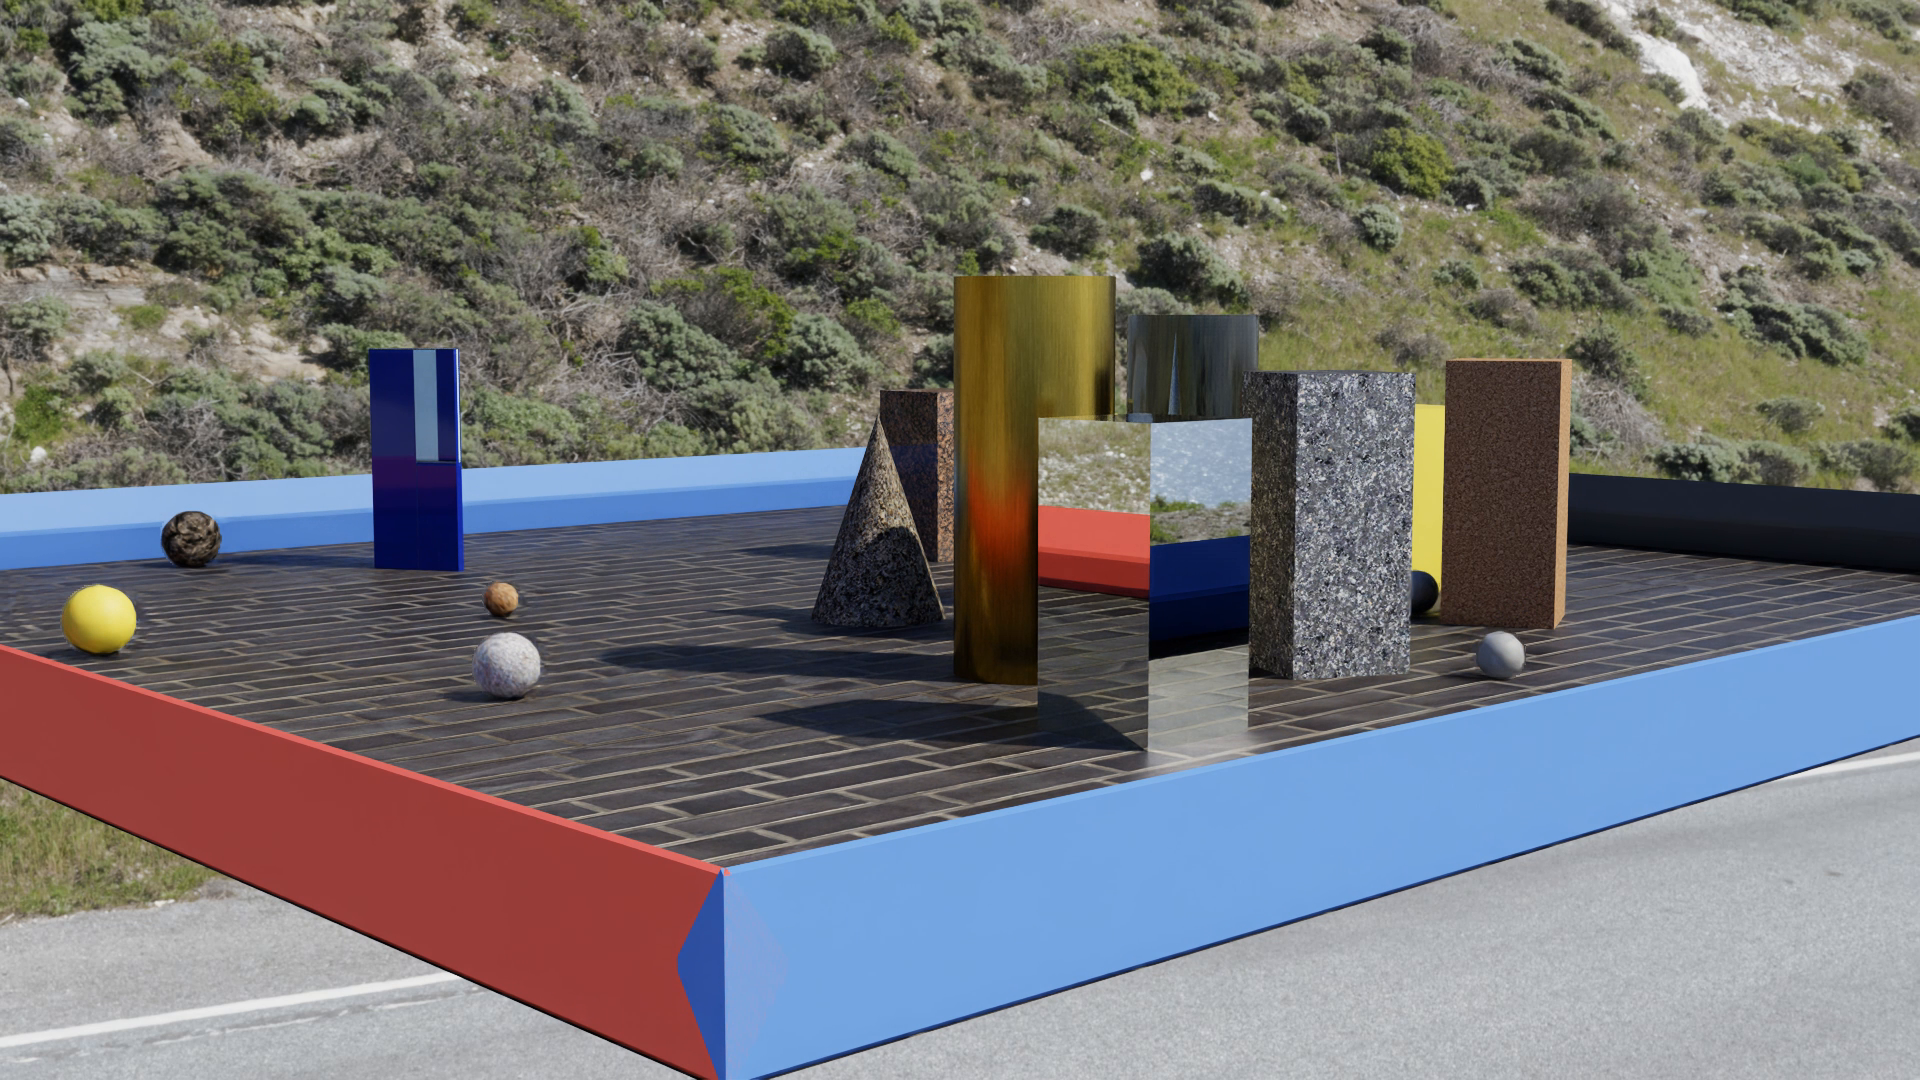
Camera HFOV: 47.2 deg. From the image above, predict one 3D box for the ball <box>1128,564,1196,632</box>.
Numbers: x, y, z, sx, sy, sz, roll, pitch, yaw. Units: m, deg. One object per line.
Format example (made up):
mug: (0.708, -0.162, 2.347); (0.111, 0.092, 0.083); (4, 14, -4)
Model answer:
ball: (0.281, 0.081, 3.059); (0.092, 0.092, 0.092); (0, 6, 0)

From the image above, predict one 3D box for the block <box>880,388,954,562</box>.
block: (-0.034, -0.122, 3.995); (0.158, 0.300, 0.158); (-5, 8, -42)

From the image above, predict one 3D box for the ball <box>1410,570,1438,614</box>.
ball: (0.673, 0.076, 3.239); (0.064, 0.064, 0.064); (0, 6, 0)

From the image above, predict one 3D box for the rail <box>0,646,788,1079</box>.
rail: (-1.098, 0.139, 2.324); (0.045, 0.128, 2.897); (-5, 8, -42)

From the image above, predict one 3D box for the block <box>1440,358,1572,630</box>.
block: (0.785, -0.071, 3.159); (0.158, 0.374, 0.158); (2, 6, 20)

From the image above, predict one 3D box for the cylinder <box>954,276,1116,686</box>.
cylinder: (0.090, -0.078, 2.691); (0.197, 0.485, 0.197); (0, 6, 0)

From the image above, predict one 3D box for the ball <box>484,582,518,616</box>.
ball: (-0.670, 0.087, 3.209); (0.049, 0.049, 0.049); (0, 6, 0)

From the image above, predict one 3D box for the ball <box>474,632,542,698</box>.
ball: (-0.521, 0.144, 2.530); (0.076, 0.076, 0.076); (0, 6, 0)

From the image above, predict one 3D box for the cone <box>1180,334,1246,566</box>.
cone: (0.493, -0.168, 3.919); (0.197, 0.409, 0.197); (0, 6, 0)

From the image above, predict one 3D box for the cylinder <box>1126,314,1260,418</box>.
cylinder: (0.348, -0.119, 3.305); (0.197, 0.438, 0.197); (0, 6, 0)

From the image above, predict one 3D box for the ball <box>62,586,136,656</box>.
ball: (-1.114, 0.104, 2.848); (0.090, 0.090, 0.090); (0, 6, 0)

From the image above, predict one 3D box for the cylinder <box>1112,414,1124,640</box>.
cylinder: (0.125, -0.021, 3.022); (0.197, 0.302, 0.197); (0, 6, 0)

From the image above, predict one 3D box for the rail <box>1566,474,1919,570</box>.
rail: (1.098, -0.072, 4.340); (0.045, 0.128, 2.897); (-5, 8, -42)

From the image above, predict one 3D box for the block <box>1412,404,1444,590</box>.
block: (0.719, -0.070, 3.554); (0.158, 0.290, 0.158); (-4, 7, -31)

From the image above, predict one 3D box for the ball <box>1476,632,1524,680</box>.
ball: (0.654, 0.140, 2.664); (0.057, 0.057, 0.057); (0, 6, 0)

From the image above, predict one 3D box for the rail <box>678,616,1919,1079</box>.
rail: (0.966, 0.142, 2.291); (3.036, 0.128, 0.045); (-5, 8, -42)

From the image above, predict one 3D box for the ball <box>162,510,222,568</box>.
ball: (-1.336, -0.002, 3.823); (0.098, 0.098, 0.098); (0, 6, 0)

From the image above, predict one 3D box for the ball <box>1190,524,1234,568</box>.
ball: (0.438, 0.009, 3.819); (0.076, 0.076, 0.076); (0, 6, 0)

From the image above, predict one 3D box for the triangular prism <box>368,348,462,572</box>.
triangular prism: (-0.913, -0.145, 3.839); (0.171, 0.379, 0.148); (2, 6, 17)

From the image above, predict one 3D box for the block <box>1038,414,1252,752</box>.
block: (0.194, 0.038, 2.318); (0.158, 0.332, 0.158); (-6, 8, -43)

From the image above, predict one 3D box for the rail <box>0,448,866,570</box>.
rail: (-0.966, -0.075, 4.373); (3.036, 0.128, 0.045); (-5, 8, -42)

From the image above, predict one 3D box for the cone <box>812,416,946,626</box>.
cone: (-0.119, -0.035, 3.186); (0.197, 0.296, 0.197); (0, 6, 0)

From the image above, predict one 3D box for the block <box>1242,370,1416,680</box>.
block: (0.454, -0.025, 2.738); (0.158, 0.368, 0.158); (-2, 6, -17)
